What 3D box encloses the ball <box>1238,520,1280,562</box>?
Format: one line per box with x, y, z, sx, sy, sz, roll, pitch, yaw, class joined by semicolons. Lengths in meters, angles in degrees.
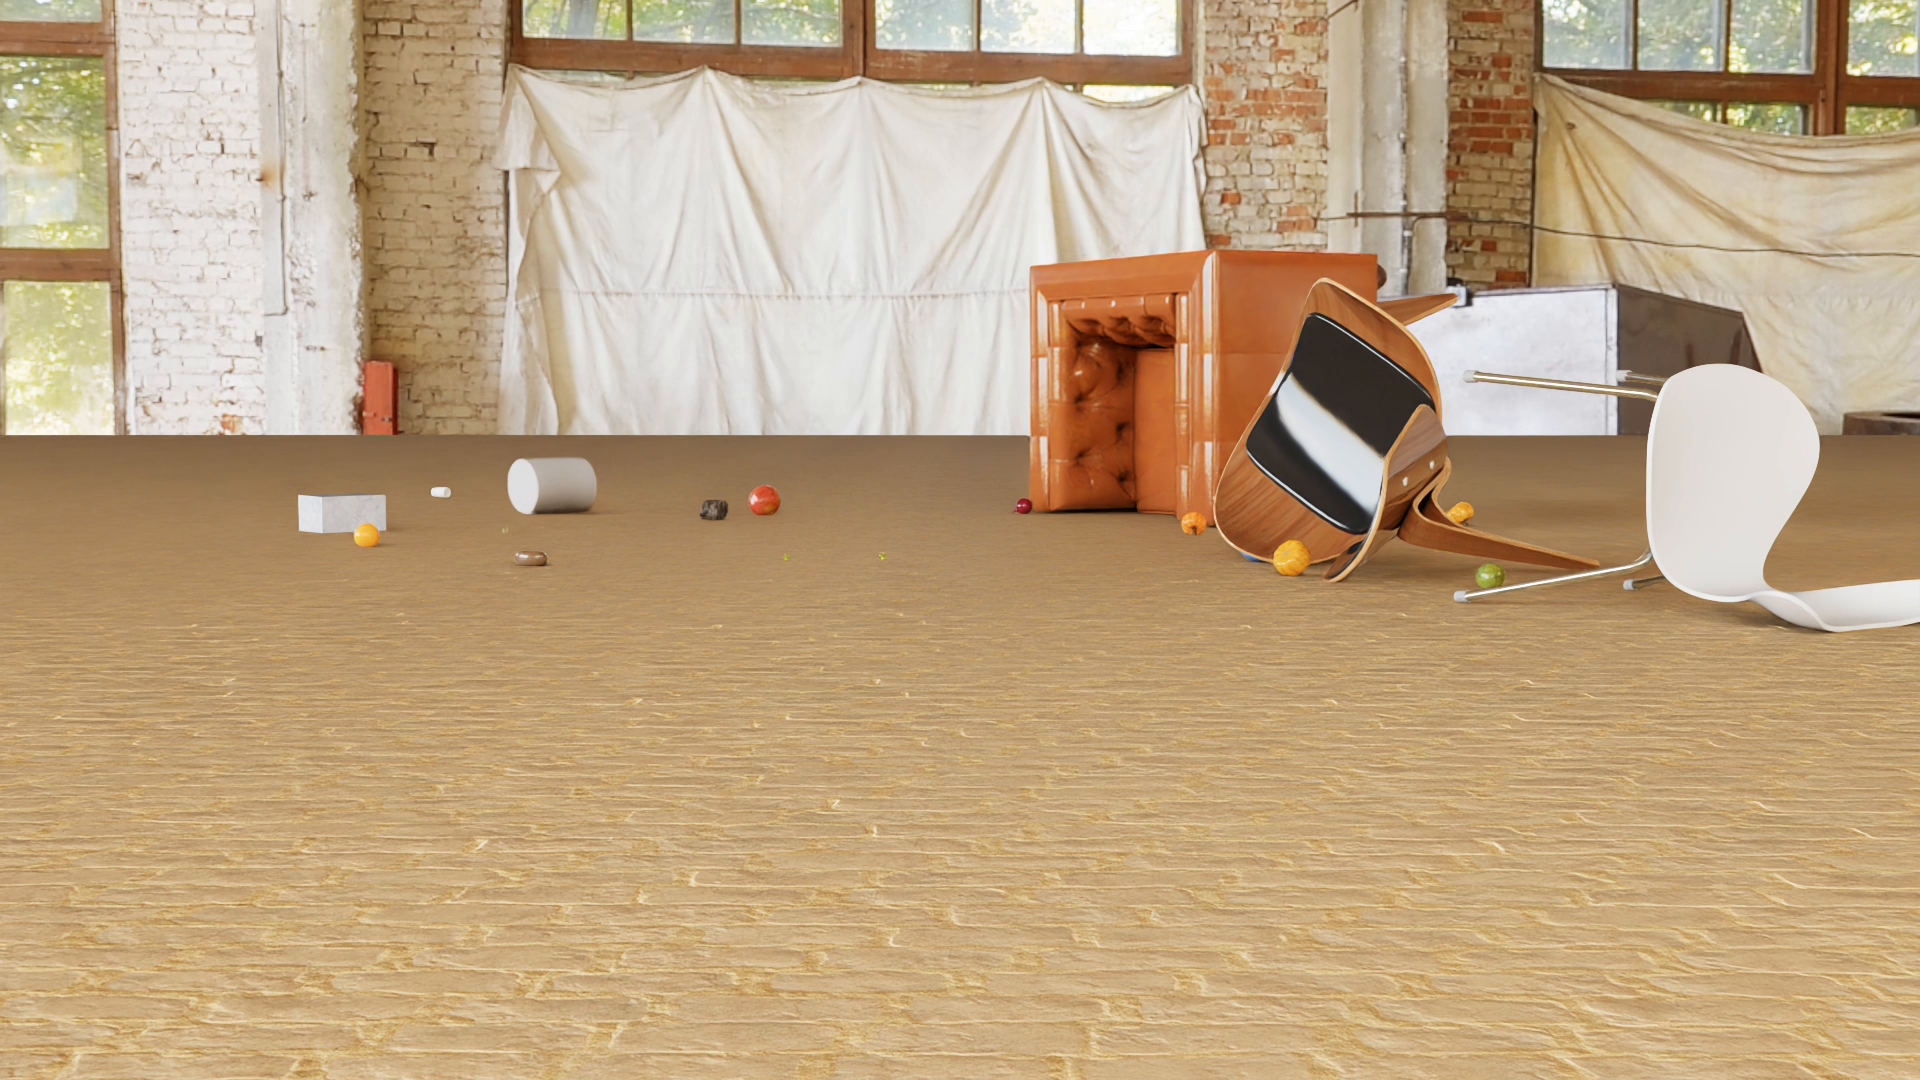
0.777;0.002;5.719;0.109;0.109;0.109;0;4;0;ball

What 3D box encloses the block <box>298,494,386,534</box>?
-1.964;-0.087;6.991;0.213;0.112;0.173;-3;5;-40;block

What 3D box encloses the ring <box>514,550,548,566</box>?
-1.092;0.048;5.598;0.101;0.036;0.053;1;6;31;ring

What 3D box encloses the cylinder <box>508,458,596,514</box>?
-1.482;-0.197;7.996;0.257;0.199;0.183;-4;-22;-46;cylinder

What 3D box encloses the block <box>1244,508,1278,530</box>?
0.959;-0.065;7.015;0.084;0.066;0.075;-1;4;-17;block
